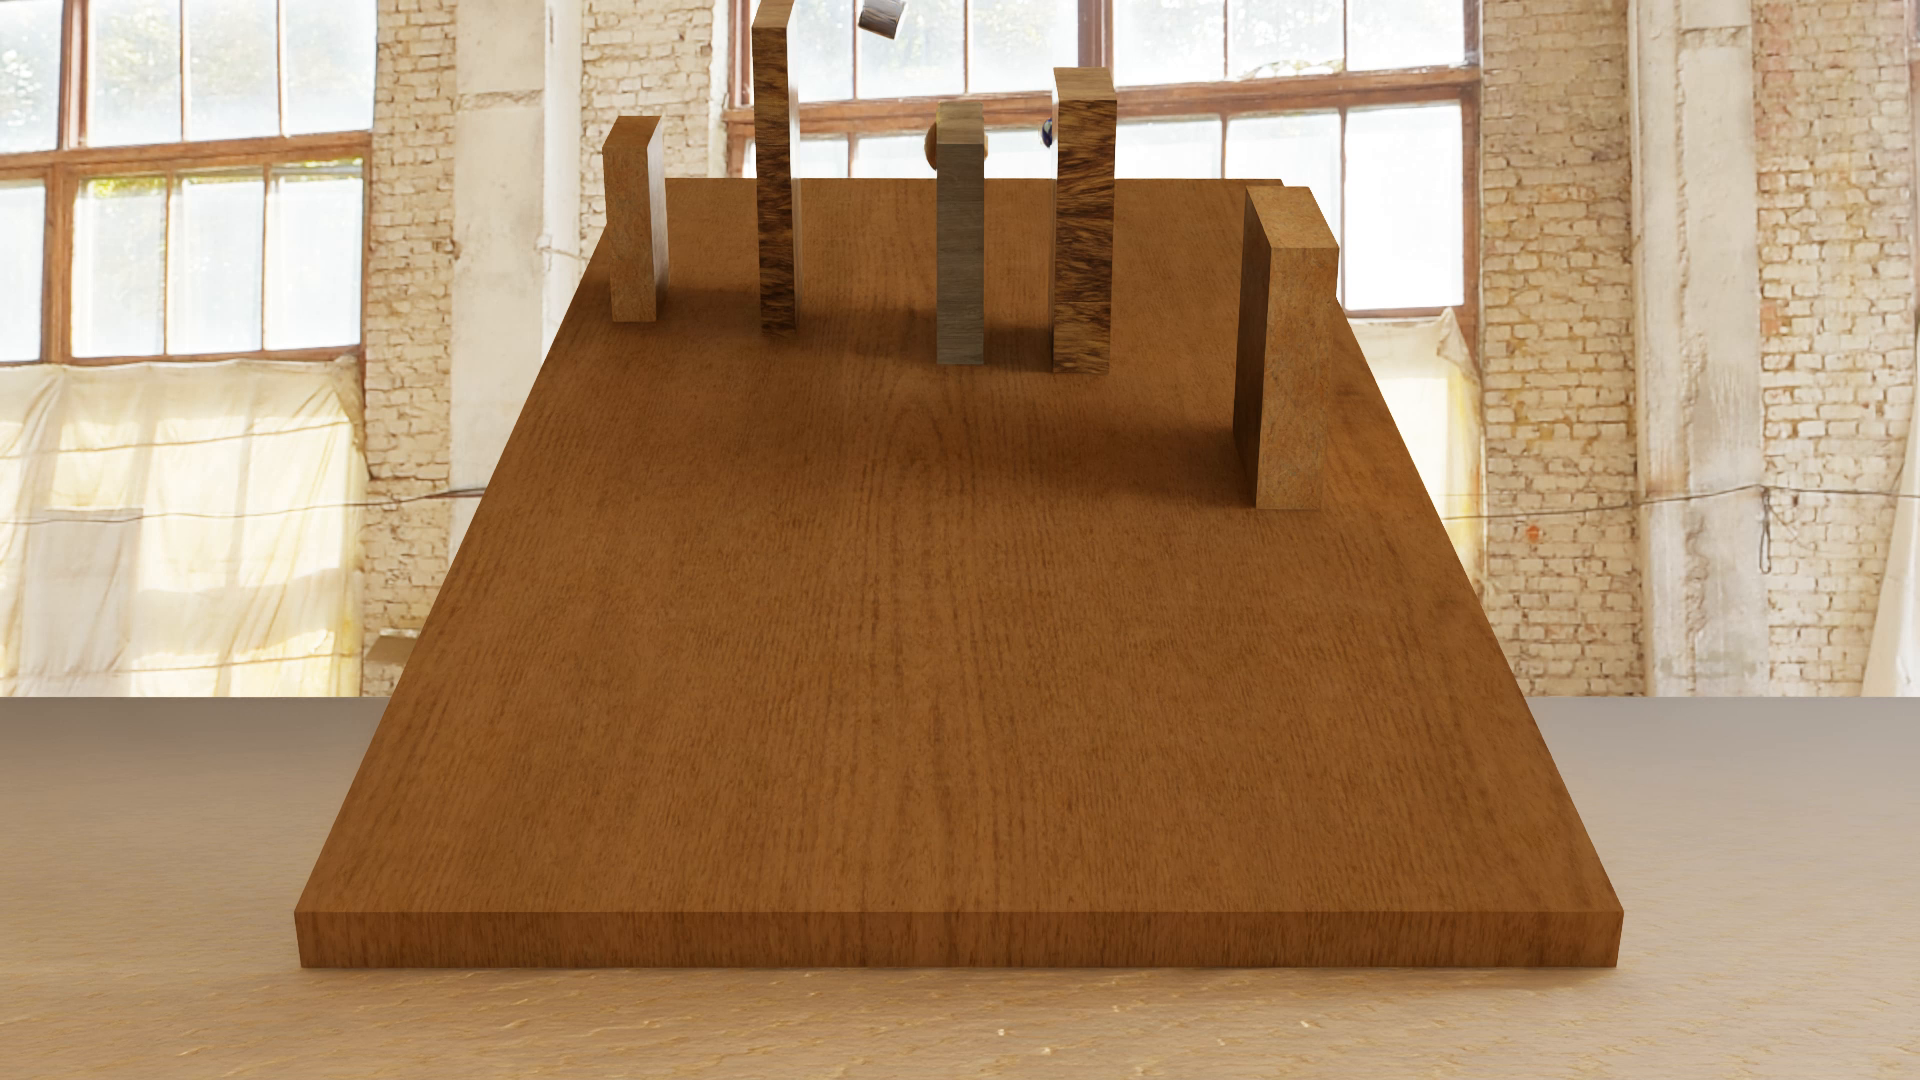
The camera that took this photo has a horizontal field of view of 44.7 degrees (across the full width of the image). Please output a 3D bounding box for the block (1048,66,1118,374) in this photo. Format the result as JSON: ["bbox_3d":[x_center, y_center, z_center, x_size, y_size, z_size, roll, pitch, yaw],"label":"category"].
[{"bbox_3d":[0.290,-0.769,5.613,0.134,0.664,0.326,0,25,0],"label":"block"}]

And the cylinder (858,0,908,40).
[{"bbox_3d":[-0.223,-1.517,6.753,0.114,0.114,0.114,19,-4,1],"label":"cylinder"}]

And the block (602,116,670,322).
[{"bbox_3d":[-0.827,-0.826,5.985,0.111,0.452,0.314,0,25,0],"label":"block"}]

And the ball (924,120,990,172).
[{"bbox_3d":[-0.010,-1.206,7.167,0.200,0.200,0.200,0,-4,0],"label":"ball"}]

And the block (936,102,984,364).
[{"bbox_3d":[0.000,-0.756,5.726,0.112,0.545,0.396,0,25,0],"label":"block"}]

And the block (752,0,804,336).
[{"bbox_3d":[-0.453,-0.935,5.840,0.084,0.772,0.364,0,25,0],"label":"block"}]

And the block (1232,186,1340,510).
[{"bbox_3d":[0.685,-0.414,4.956,0.136,0.567,0.441,0,25,0],"label":"block"}]

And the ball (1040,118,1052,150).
[{"bbox_3d":[0.305,-1.251,7.198,0.113,0.113,0.113,0,-4,0],"label":"ball"}]

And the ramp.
[{"bbox_3d":[-0.009,-0.229,5.349,2.000,0.100,4.000,0,25,0],"label":"ramp"}]
